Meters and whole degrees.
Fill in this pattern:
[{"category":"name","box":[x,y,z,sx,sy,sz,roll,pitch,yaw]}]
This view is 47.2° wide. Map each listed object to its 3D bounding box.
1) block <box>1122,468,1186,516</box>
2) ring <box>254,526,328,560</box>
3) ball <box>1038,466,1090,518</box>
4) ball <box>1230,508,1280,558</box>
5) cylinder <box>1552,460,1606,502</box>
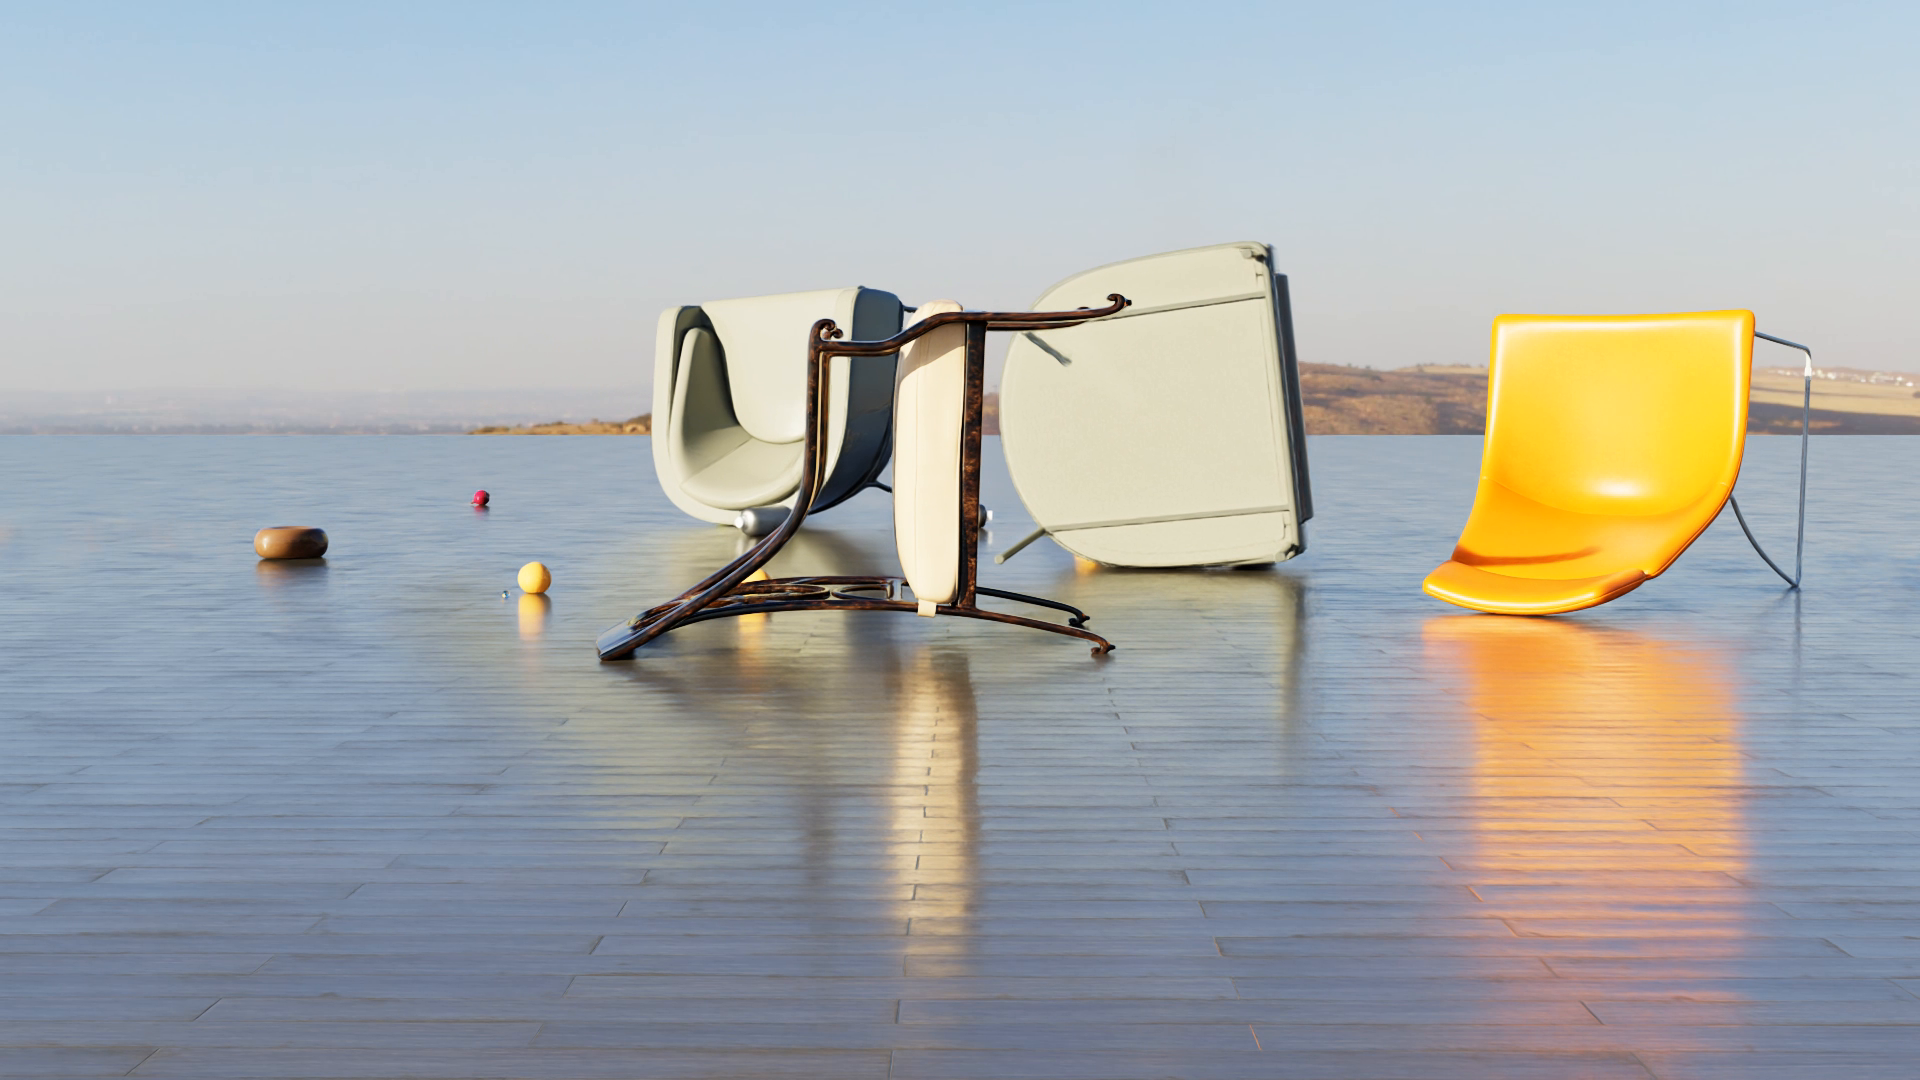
[{"category":"block","box":[0.693,-0.170,7.843,0.190,0.161,0.165,-1,4,-11]},{"category":"ring","box":[-1.781,0.007,5.861,0.157,0.082,0.213,4,4,33]},{"category":"ball","box":[0.363,-0.166,7.676,0.177,0.177,0.177,0,4,0]},{"category":"ball","box":[0.785,-0.020,5.856,0.134,0.134,0.134,0,4,0]},{"category":"cylinder","box":[2.474,-0.236,8.793,0.148,0.180,0.128,4,42,47]}]
